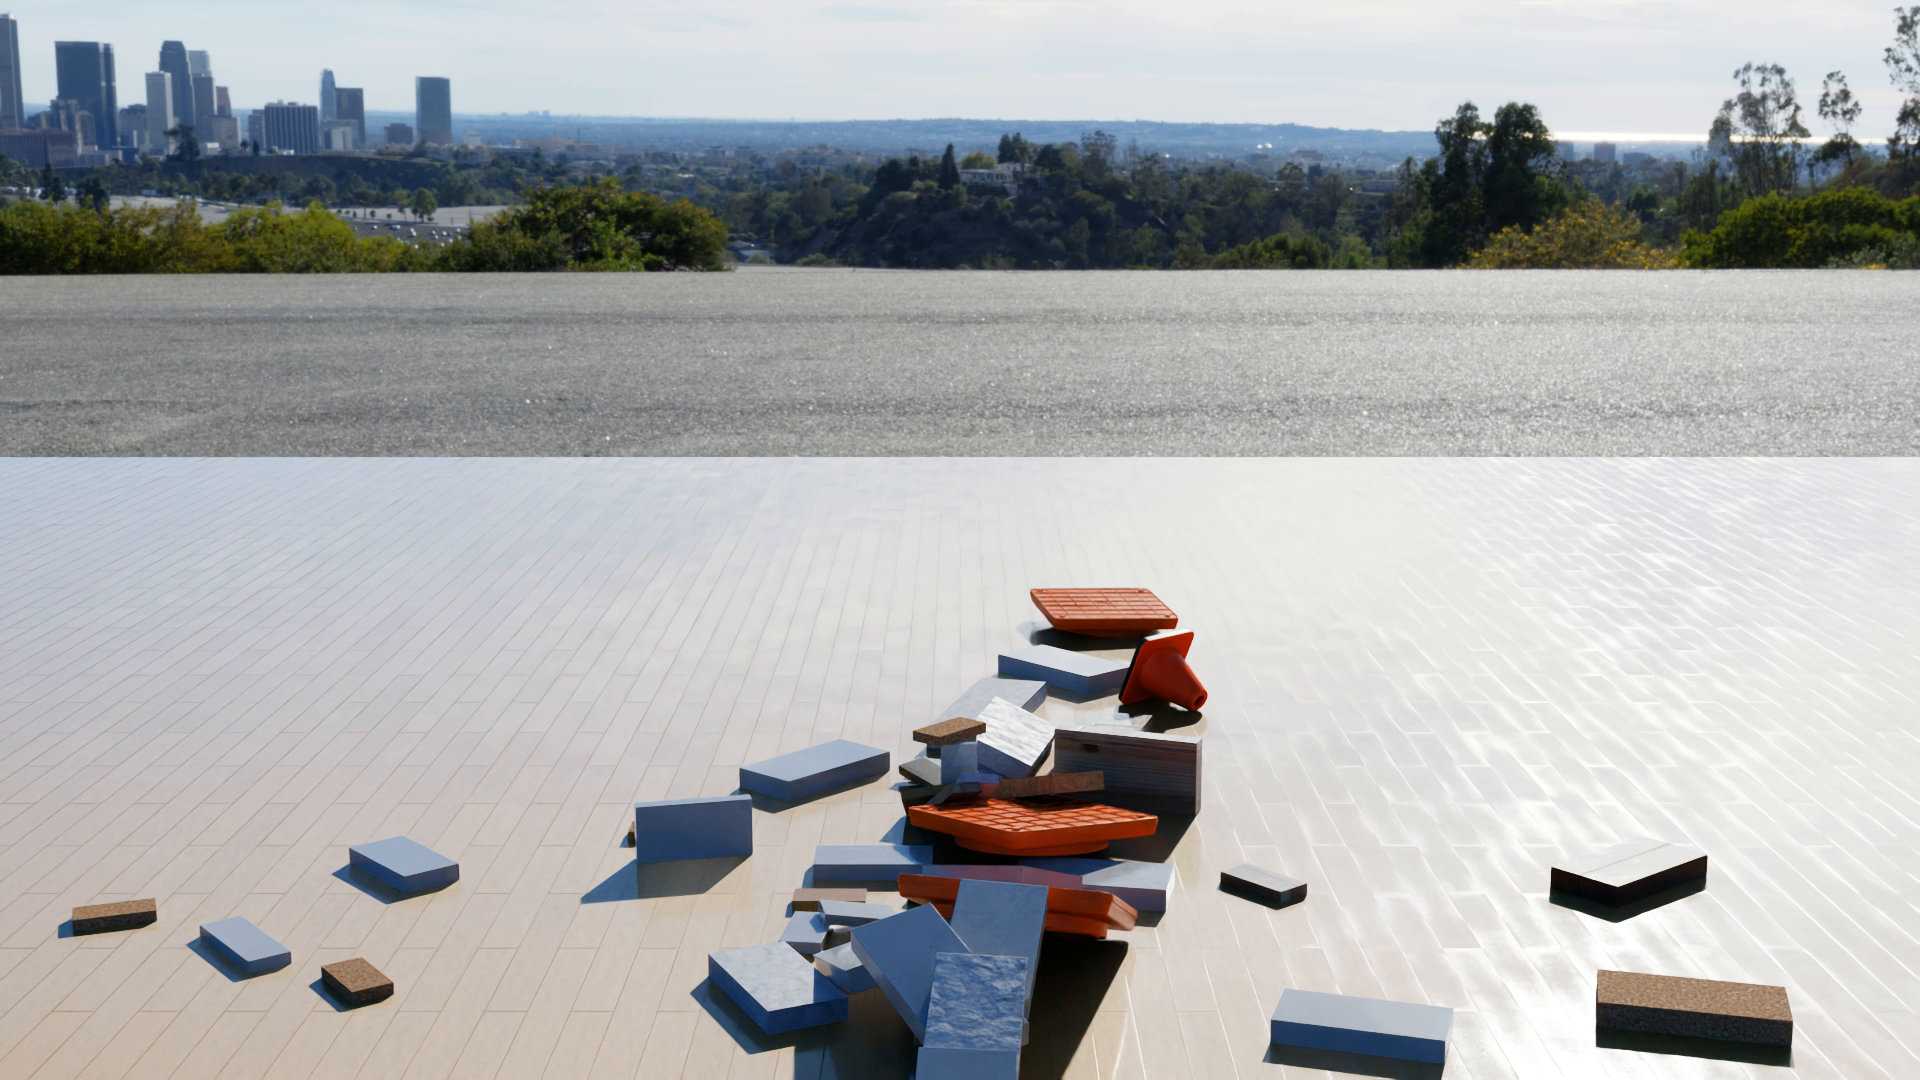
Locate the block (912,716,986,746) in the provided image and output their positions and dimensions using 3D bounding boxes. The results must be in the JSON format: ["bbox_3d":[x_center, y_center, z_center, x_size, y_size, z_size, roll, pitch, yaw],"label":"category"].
[{"bbox_3d":[-0.019,0.360,4.128,0.067,0.019,0.133,9,14,40],"label":"block"}]

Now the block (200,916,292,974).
[{"bbox_3d":[-1.111,0.627,3.416,0.067,0.019,0.201,-8,13,-38],"label":"block"}]

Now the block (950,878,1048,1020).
[{"bbox_3d":[0.046,0.567,3.059,0.127,0.036,0.254,4,28,7],"label":"block"}]

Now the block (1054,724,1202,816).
[{"bbox_3d":[0.315,0.431,4.144,0.278,0.139,0.039,4,11,21],"label":"block"}]

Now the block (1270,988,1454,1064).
[{"bbox_3d":[0.565,0.681,3.086,0.239,0.034,0.120,3,11,18],"label":"block"}]

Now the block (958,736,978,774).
[{"bbox_3d":[-0.001,0.428,4.175,0.067,0.133,0.019,1,11,4],"label":"block"}]

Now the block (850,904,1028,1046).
[{"bbox_3d":[-0.030,0.594,2.933,0.123,0.035,0.279,-15,32,-24],"label":"block"}]

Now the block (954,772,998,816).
[{"bbox_3d":[0.015,0.466,4.025,0.067,0.019,0.134,5,-35,-20],"label":"block"}]

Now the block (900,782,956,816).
[{"bbox_3d":[-0.038,0.476,4.063,0.134,0.019,0.067,-10,-32,2],"label":"block"}]

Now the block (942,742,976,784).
[{"bbox_3d":[-0.002,0.443,4.098,0.067,0.133,0.019,0,11,0],"label":"block"}]

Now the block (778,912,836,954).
[{"bbox_3d":[-0.240,0.618,3.465,0.067,0.019,0.134,1,11,7],"label":"block"}]

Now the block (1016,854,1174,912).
[{"bbox_3d":[0.221,0.571,3.669,0.261,0.037,0.131,2,11,11],"label":"block"}]

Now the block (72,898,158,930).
[{"bbox_3d":[-1.363,0.604,3.547,0.126,0.018,0.063,-4,11,-21],"label":"block"}]

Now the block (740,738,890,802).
[{"bbox_3d":[-0.283,0.450,4.317,0.139,0.039,0.277,9,14,41],"label":"block"}]

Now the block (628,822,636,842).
[{"bbox_3d":[-0.532,0.526,3.967,0.126,0.018,0.063,0,11,0],"label":"block"}]

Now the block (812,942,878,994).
[{"bbox_3d":[-0.129,0.612,3.205,0.123,0.035,0.246,-17,-1,-15],"label":"block"}]

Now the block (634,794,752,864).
[{"bbox_3d":[-0.466,0.505,3.848,0.203,0.101,0.029,-3,11,-14],"label":"block"}]

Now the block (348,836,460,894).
[{"bbox_3d":[-0.955,0.555,3.776,0.101,0.029,0.203,-9,14,-41],"label":"block"}]

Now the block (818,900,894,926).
[{"bbox_3d":[-0.163,0.598,3.511,0.120,0.017,0.060,8,12,-16],"label":"block"}]

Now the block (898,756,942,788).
[{"bbox_3d":[-0.057,0.458,4.277,0.064,0.018,0.128,-16,23,-33],"label":"block"}]

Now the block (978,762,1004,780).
[{"bbox_3d":[0.037,0.444,4.296,0.064,0.018,0.128,20,10,-25],"label":"block"}]

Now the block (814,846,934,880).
[{"bbox_3d":[-0.148,0.555,3.780,0.203,0.029,0.101,0,11,0],"label":"block"}]

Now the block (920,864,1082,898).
[{"bbox_3d":[0.062,0.529,3.409,0.120,0.034,0.248,16,-16,-36],"label":"block"}]

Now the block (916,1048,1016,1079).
[{"bbox_3d":[0.003,0.698,2.605,0.121,0.034,0.242,2,28,3],"label":"block"}]

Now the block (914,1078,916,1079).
[{"bbox_3d":[-0.004,0.704,2.785,0.113,0.032,0.225,2,10,10],"label":"block"}]

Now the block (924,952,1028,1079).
[{"bbox_3d":[0.019,0.623,2.809,0.121,0.034,0.242,3,30,4],"label":"block"}]

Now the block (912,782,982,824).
[{"bbox_3d":[-0.024,0.477,3.984,0.067,0.019,0.134,1,-31,-37],"label":"block"}]

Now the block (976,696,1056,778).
[{"bbox_3d":[0.099,0.400,4.424,0.148,0.042,0.295,26,15,8],"label":"block"}]

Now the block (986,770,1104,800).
[{"bbox_3d":[0.142,0.456,4.072,0.120,0.034,0.239,0,-9,-38],"label":"block"}]

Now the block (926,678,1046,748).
[{"bbox_3d":[0.061,0.372,4.726,0.148,0.042,0.441,3,11,15],"label":"block"}]

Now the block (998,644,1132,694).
[{"bbox_3d":[0.243,0.300,5.117,0.148,0.042,0.295,-9,14,-42],"label":"block"}]

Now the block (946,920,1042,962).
[{"bbox_3d":[0.034,0.595,3.267,0.127,0.036,0.254,3,-13,15],"label":"block"}]

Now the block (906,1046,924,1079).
[{"bbox_3d":[-0.012,0.716,2.903,0.113,0.032,0.225,1,11,5],"label":"block"}]

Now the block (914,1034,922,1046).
[{"bbox_3d":[-0.005,0.664,3.063,0.112,0.032,0.225,0,-1,0],"label":"block"}]

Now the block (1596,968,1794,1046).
[{"bbox_3d":[1.047,0.668,3.148,0.261,0.037,0.131,3,11,15],"label":"block"}]

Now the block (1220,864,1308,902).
[{"bbox_3d":[0.510,0.576,3.694,0.067,0.019,0.134,-9,14,-40],"label":"block"}]

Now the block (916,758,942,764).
[{"bbox_3d":[-0.032,0.453,4.358,0.128,0.018,0.064,3,11,16],"label":"block"}]

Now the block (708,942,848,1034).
[{"bbox_3d":[-0.269,0.654,3.227,0.123,0.035,0.246,-5,12,-26],"label":"block"}]

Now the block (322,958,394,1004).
[{"bbox_3d":[-0.897,0.655,3.272,0.063,0.018,0.126,-8,13,-36],"label":"block"}]

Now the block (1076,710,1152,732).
[{"bbox_3d":[0.301,0.410,4.531,0.139,0.039,0.277,3,11,16],"label":"block"}]

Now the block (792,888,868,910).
[{"bbox_3d":[-0.214,0.591,3.616,0.120,0.017,0.060,0,11,0],"label":"block"}]

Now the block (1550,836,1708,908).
[{"bbox_3d":[1.135,0.560,3.727,0.261,0.037,0.131,-8,13,-38],"label":"block"}]

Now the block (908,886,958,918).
[{"bbox_3d":[-0.025,0.593,3.607,0.060,0.017,0.120,-9,14,-42],"label":"block"}]
